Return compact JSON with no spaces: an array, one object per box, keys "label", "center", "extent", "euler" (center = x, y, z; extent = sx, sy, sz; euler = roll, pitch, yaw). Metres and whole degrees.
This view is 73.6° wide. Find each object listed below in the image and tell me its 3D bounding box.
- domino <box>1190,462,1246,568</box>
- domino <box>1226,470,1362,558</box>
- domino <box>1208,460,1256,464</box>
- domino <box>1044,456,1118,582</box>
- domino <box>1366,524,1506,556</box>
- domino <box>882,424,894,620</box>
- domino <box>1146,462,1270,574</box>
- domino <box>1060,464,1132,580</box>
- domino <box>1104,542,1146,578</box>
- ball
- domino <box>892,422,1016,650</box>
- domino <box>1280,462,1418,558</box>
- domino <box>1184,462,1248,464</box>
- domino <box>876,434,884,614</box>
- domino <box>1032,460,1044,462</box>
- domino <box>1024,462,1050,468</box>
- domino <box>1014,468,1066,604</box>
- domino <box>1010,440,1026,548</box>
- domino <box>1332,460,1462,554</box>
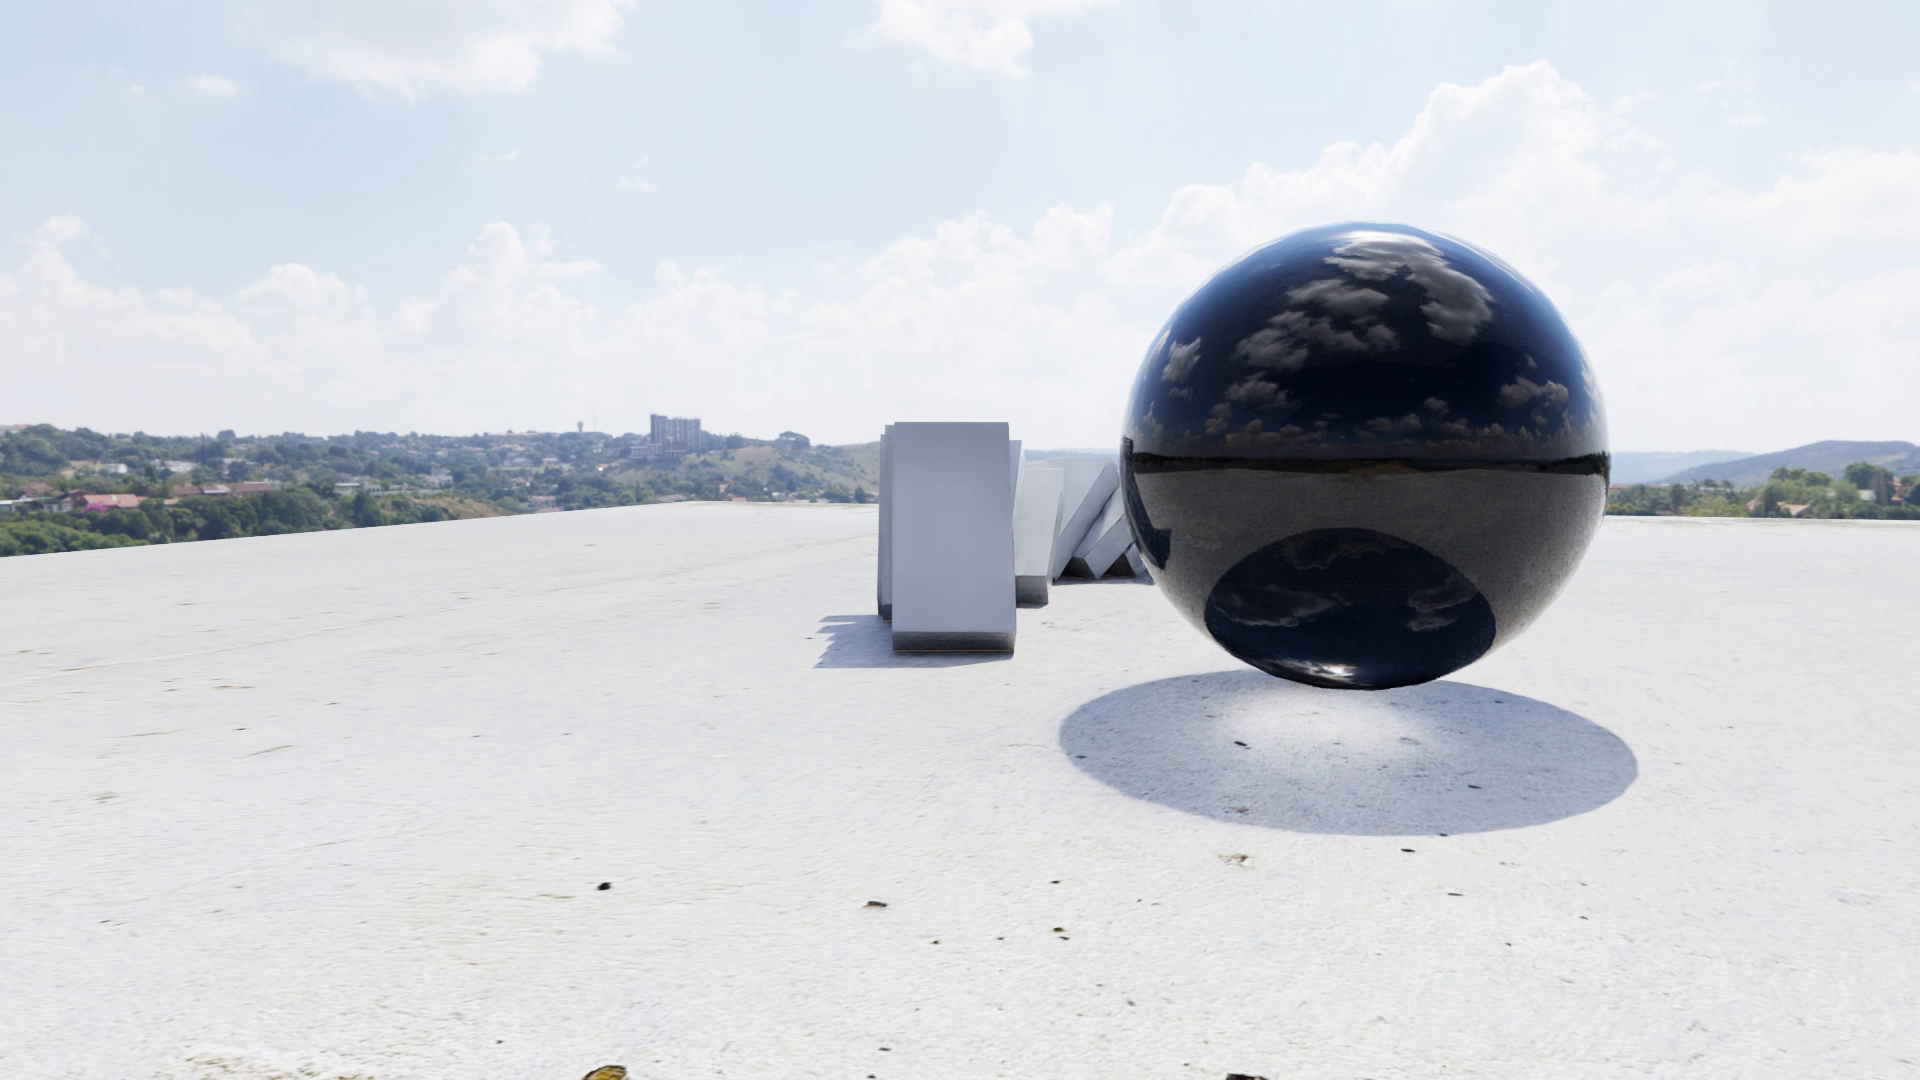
[{"label":"domino","center":[0.087,-0.009,0.458],"extent":[0.025,0.009,0.050],"euler":[3,38,31]},{"label":"domino","center":[0.125,-0.010,0.491],"extent":[0.050,0.010,0.025],"euler":[-30,10,-10]},{"label":"domino","center":[0.095,-0.013,0.496],"extent":[0.025,0.009,0.050],"euler":[0,37,36]},{"label":"domino","center":[0.029,-0.008,0.413],"extent":[0.025,0.009,0.050],"euler":[2,42,37]},{"label":"domino","center":[0.185,0.000,0.506],"extent":[0.050,0.009,0.025],"euler":[-1,4,-15]},{"label":"domino","center":[-0.006,-0.005,0.317],"extent":[0.025,0.050,0.009],"euler":[0,-28,-2]},{"label":"domino","center":[0.080,-0.008,0.437],"extent":[0.050,0.009,0.025],"euler":[-40,27,-26]},{"label":"domino","center":[0.049,-0.008,0.418],"extent":[0.050,0.010,0.025],"euler":[-45,27,-24]},{"label":"domino","center":[0.064,-0.007,0.427],"extent":[0.050,0.009,0.025],"euler":[-40,25,-26]},{"label":"ball","center":[0.068,-0.014,0.221],"extent":[0.080,0.080,0.080],"euler":[0,4,0]},{"label":"domino","center":[-0.002,-0.001,0.272],"extent":[0.025,0.050,0.010],"euler":[0,-28,-2]},{"label":"domino","center":[0.148,-0.012,0.494],"extent":[0.050,0.009,0.025],"euler":[-34,12,-9]},{"label":"domino","center":[0.089,-0.011,0.477],"extent":[0.025,0.009,0.050],"euler":[2,38,31]},{"label":"domino","center":[-0.008,-0.005,0.330],"extent":[0.025,0.050,0.009],"euler":[0,-34,-2]},{"label":"domino","center":[0.013,-0.006,0.399],"extent":[0.025,0.009,0.050],"euler":[-4,37,10]},{"label":"domino","center":[0.013,-0.005,0.381],"extent":[0.025,0.010,0.050],"euler":[-4,37,10]},{"label":"domino","center":[0.015,-0.002,0.360],"extent":[0.025,0.010,0.050],"euler":[1,38,11]},{"label":"domino","center":[0.002,-0.005,0.345],"extent":[0.025,0.050,0.009],"euler":[1,-37,11]},{"label":"domino","center":[0.167,-0.014,0.499],"extent":[0.050,0.009,0.025],"euler":[-34,12,-10]}]
